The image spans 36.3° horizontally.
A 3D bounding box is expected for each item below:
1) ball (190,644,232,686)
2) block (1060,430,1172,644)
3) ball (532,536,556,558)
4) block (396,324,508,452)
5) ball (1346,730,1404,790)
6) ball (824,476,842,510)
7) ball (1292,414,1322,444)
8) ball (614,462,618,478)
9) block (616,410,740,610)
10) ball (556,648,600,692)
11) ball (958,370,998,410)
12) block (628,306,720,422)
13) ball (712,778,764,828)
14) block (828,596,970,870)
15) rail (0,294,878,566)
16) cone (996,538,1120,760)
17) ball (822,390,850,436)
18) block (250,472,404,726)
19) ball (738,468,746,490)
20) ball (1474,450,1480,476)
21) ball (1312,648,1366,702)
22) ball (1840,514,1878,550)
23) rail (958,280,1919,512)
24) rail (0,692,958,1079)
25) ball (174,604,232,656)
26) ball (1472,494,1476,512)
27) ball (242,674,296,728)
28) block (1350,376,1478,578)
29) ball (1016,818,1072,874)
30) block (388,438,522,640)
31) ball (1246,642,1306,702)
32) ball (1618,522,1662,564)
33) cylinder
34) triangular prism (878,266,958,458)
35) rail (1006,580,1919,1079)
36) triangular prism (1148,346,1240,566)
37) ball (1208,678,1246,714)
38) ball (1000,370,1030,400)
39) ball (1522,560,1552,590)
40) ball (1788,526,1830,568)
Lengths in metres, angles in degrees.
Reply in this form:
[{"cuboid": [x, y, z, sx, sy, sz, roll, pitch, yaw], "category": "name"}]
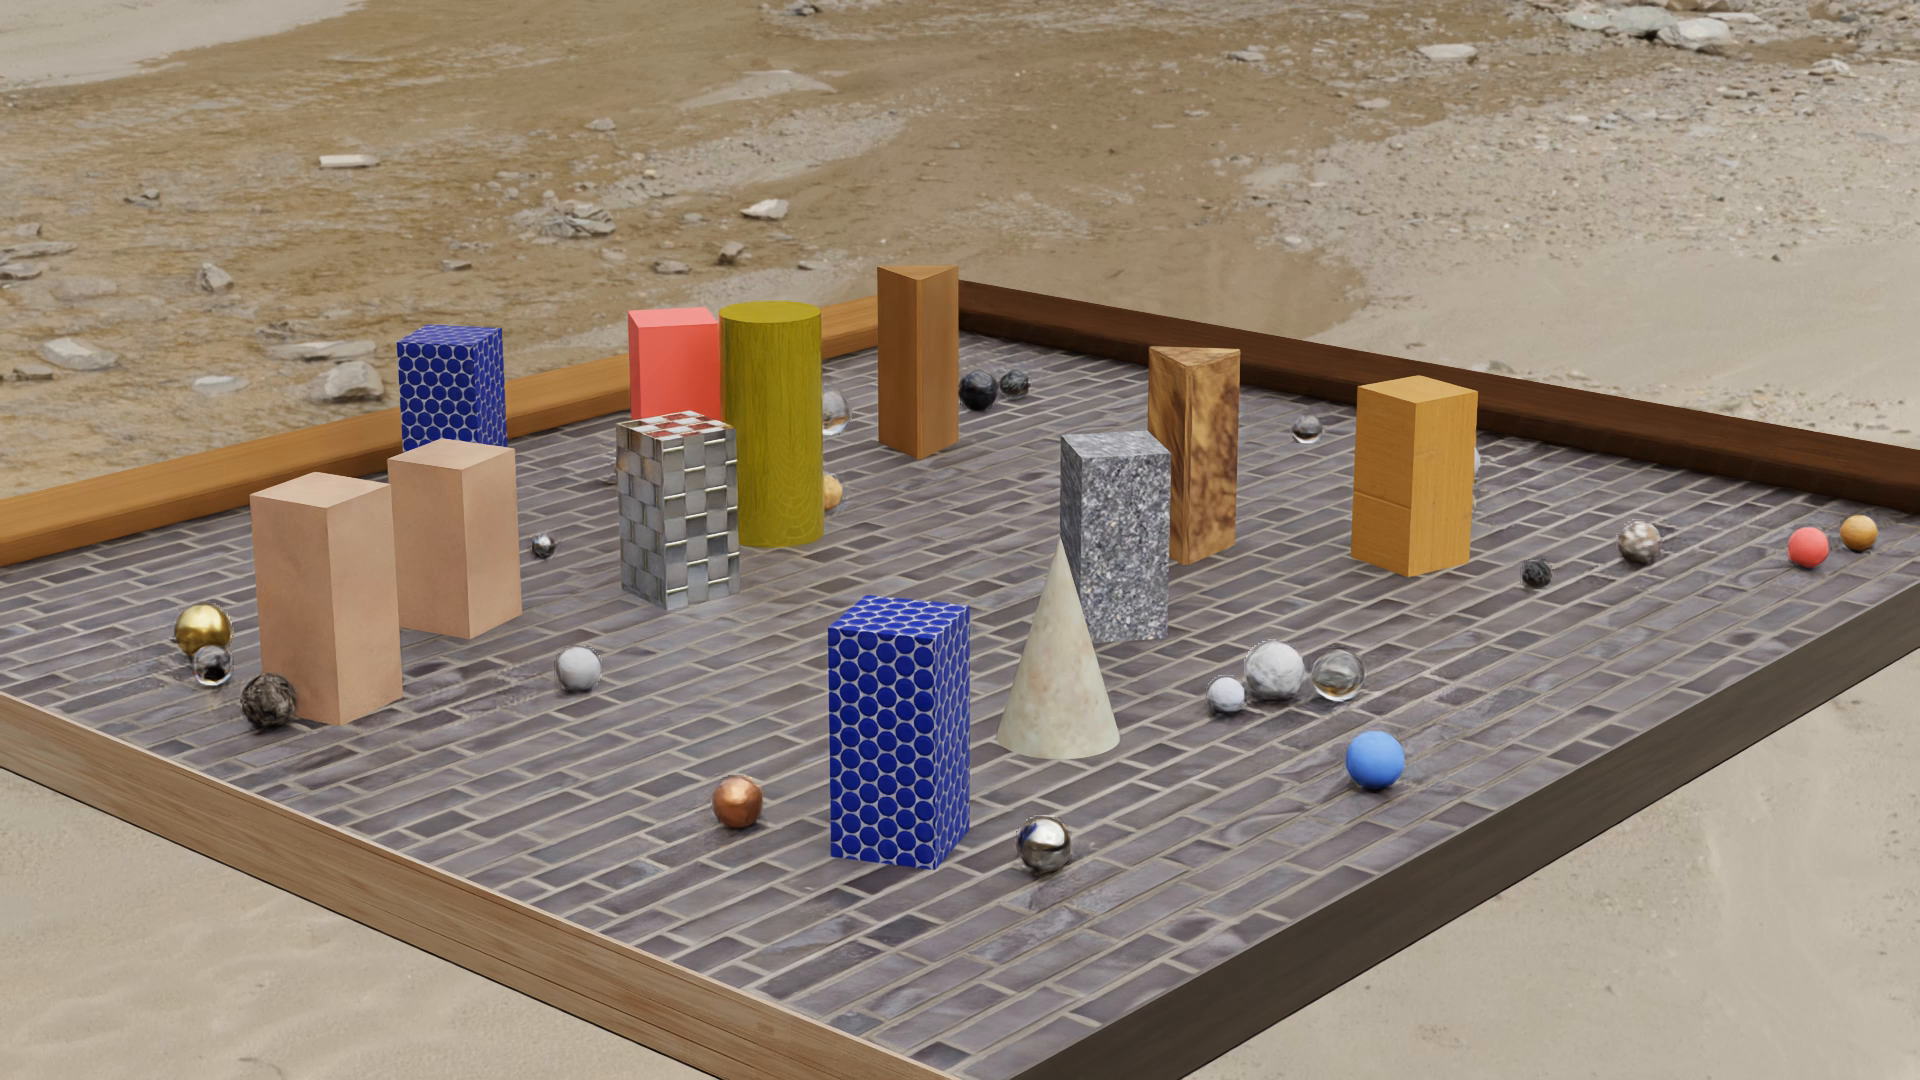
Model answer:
[{"cuboid": [-1.190, 0.199, 4.665, 0.065, 0.065, 0.065, 0, 17, 0], "category": "ball"}, {"cuboid": [0.258, -0.006, 4.904, 0.150, 0.319, 0.150, -3, 17, -11], "category": "block"}, {"cuboid": [-0.756, 0.013, 5.320, 0.043, 0.043, 0.043, 0, 17, 0], "category": "ball"}, {"cuboid": [-0.956, -0.216, 5.544, 0.150, 0.352, 0.150, 3, 17, 11], "category": "block"}, {"cuboid": [0.600, 0.318, 4.238, 0.085, 0.085, 0.085, 0, 17, 0], "category": "ball"}, {"cuboid": [-0.258, -0.091, 5.623, 0.066, 0.066, 0.066, 0, 17, 0], "category": "ball"}, {"cuboid": [0.721, -0.231, 6.092, 0.063, 0.063, 0.063, 0, 17, 0], "category": "ball"}, {"cuboid": [-0.644, -0.142, 5.776, 0.075, 0.075, 0.075, 0, 17, 0], "category": "ball"}, {"cuboid": [-0.490, -0.054, 5.095, 0.150, 0.300, 0.150, -12, 21, -35], "category": "block"}, {"cuboid": [-0.604, 0.204, 4.640, 0.069, 0.069, 0.069, 0, 17, 0], "category": "ball"}, {"cuboid": [0.040, -0.325, 6.361, 0.087, 0.087, 0.087, 0, 17, 0], "category": "ball"}, {"cuboid": [-0.543, -0.243, 5.595, 0.150, 0.373, 0.150, -4, 17, -13], "category": "block"}, {"cuboid": [-0.311, 0.367, 4.097, 0.072, 0.072, 0.072, 0, 17, 0], "category": "ball"}, {"cuboid": [-0.081, 0.261, 4.004, 0.150, 0.329, 0.150, 5, 18, 17], "category": "block"}, {"cuboid": [-1.038, -0.230, 5.983, 0.045, 0.122, 3.141, 14, 22, 39], "category": "rail"}, {"cuboid": [0.149, 0.146, 4.402, 0.188, 0.319, 0.188, 0, 17, 0], "category": "cone"}, {"cuboid": [-0.277, -0.266, 6.155, 0.094, 0.094, 0.094, 0, 17, 0], "category": "ball"}, {"cuboid": [-0.979, 0.089, 4.539, 0.150, 0.348, 0.150, 9, 19, 27], "category": "block"}, {"cuboid": [-0.441, -0.118, 5.750, 0.045, 0.045, 0.045, 0, 17, 0], "category": "ball"}, {"cuboid": [0.983, -0.155, 5.794, 0.090, 0.090, 0.090, 0, 17, 0], "category": "ball"}, {"cuboid": [0.593, 0.211, 4.595, 0.083, 0.083, 0.083, 0, 17, 0], "category": "ball"}, {"cuboid": [1.645, -0.013, 5.366, 0.066, 0.066, 0.066, 0, 17, 0], "category": "ball"}, {"cuboid": [1.014, -0.307, 6.239, 2.796, 0.122, 0.045, 14, 22, 39], "category": "rail"}, {"cuboid": [-1.014, 0.369, 4.003, 2.796, 0.122, 0.045, 14, 22, 39], "category": "rail"}, {"cuboid": [-1.236, 0.149, 4.786, 0.090, 0.090, 0.090, 0, 17, 0], "category": "ball"}, {"cuboid": [0.956, -0.071, 5.580, 0.052, 0.052, 0.052, 0, 17, 0], "category": "ball"}, {"cuboid": [-1.055, 0.246, 4.479, 0.083, 0.083, 0.083, 0, 17, 0], "category": "ball"}, {"cuboid": [0.815, -0.117, 5.271, 0.150, 0.319, 0.150, -11, 20, -33], "category": "block"}, {"cuboid": [0.114, 0.411, 3.948, 0.075, 0.075, 0.075, 0, 17, 0], "category": "ball"}, {"cuboid": [-0.850, -0.004, 4.942, 0.150, 0.293, 0.150, 8, 19, 25], "category": "block"}, {"cuboid": [0.494, 0.206, 4.592, 0.093, 0.093, 0.093, 0, 17, 0], "category": "ball"}, {"cuboid": [1.226, 0.005, 5.286, 0.077, 0.077, 0.077, 0, 17, 0], "category": "ball"}, {"cuboid": [-0.348, -0.215, 5.419, 0.188, 0.422, 0.188, 0, 17, 0], "category": "cylinder"}, {"cuboid": [-0.065, -0.374, 6.030, 0.141, 0.372, 0.163, -10, 20, -30], "category": "triangular prism"}, {"cuboid": [1.038, 0.291, 4.258, 0.045, 0.122, 3.141, 14, 22, 39], "category": "rail"}, {"cuboid": [0.400, -0.162, 5.336, 0.141, 0.368, 0.163, 13, 21, 36], "category": "triangular prism"}, {"cuboid": [0.413, 0.241, 4.539, 0.058, 0.058, 0.058, 0, 17, 0], "category": "ball"}, {"cuboid": [0.120, -0.342, 6.453, 0.066, 0.066, 0.066, 0, 17, 0], "category": "ball"}, {"cuboid": [1.012, 0.061, 5.145, 0.051, 0.051, 0.051, 0, 17, 0], "category": "ball"}, {"cuboid": [1.524, 0.013, 5.269, 0.073, 0.073, 0.073, 0, 17, 0], "category": "ball"}]
